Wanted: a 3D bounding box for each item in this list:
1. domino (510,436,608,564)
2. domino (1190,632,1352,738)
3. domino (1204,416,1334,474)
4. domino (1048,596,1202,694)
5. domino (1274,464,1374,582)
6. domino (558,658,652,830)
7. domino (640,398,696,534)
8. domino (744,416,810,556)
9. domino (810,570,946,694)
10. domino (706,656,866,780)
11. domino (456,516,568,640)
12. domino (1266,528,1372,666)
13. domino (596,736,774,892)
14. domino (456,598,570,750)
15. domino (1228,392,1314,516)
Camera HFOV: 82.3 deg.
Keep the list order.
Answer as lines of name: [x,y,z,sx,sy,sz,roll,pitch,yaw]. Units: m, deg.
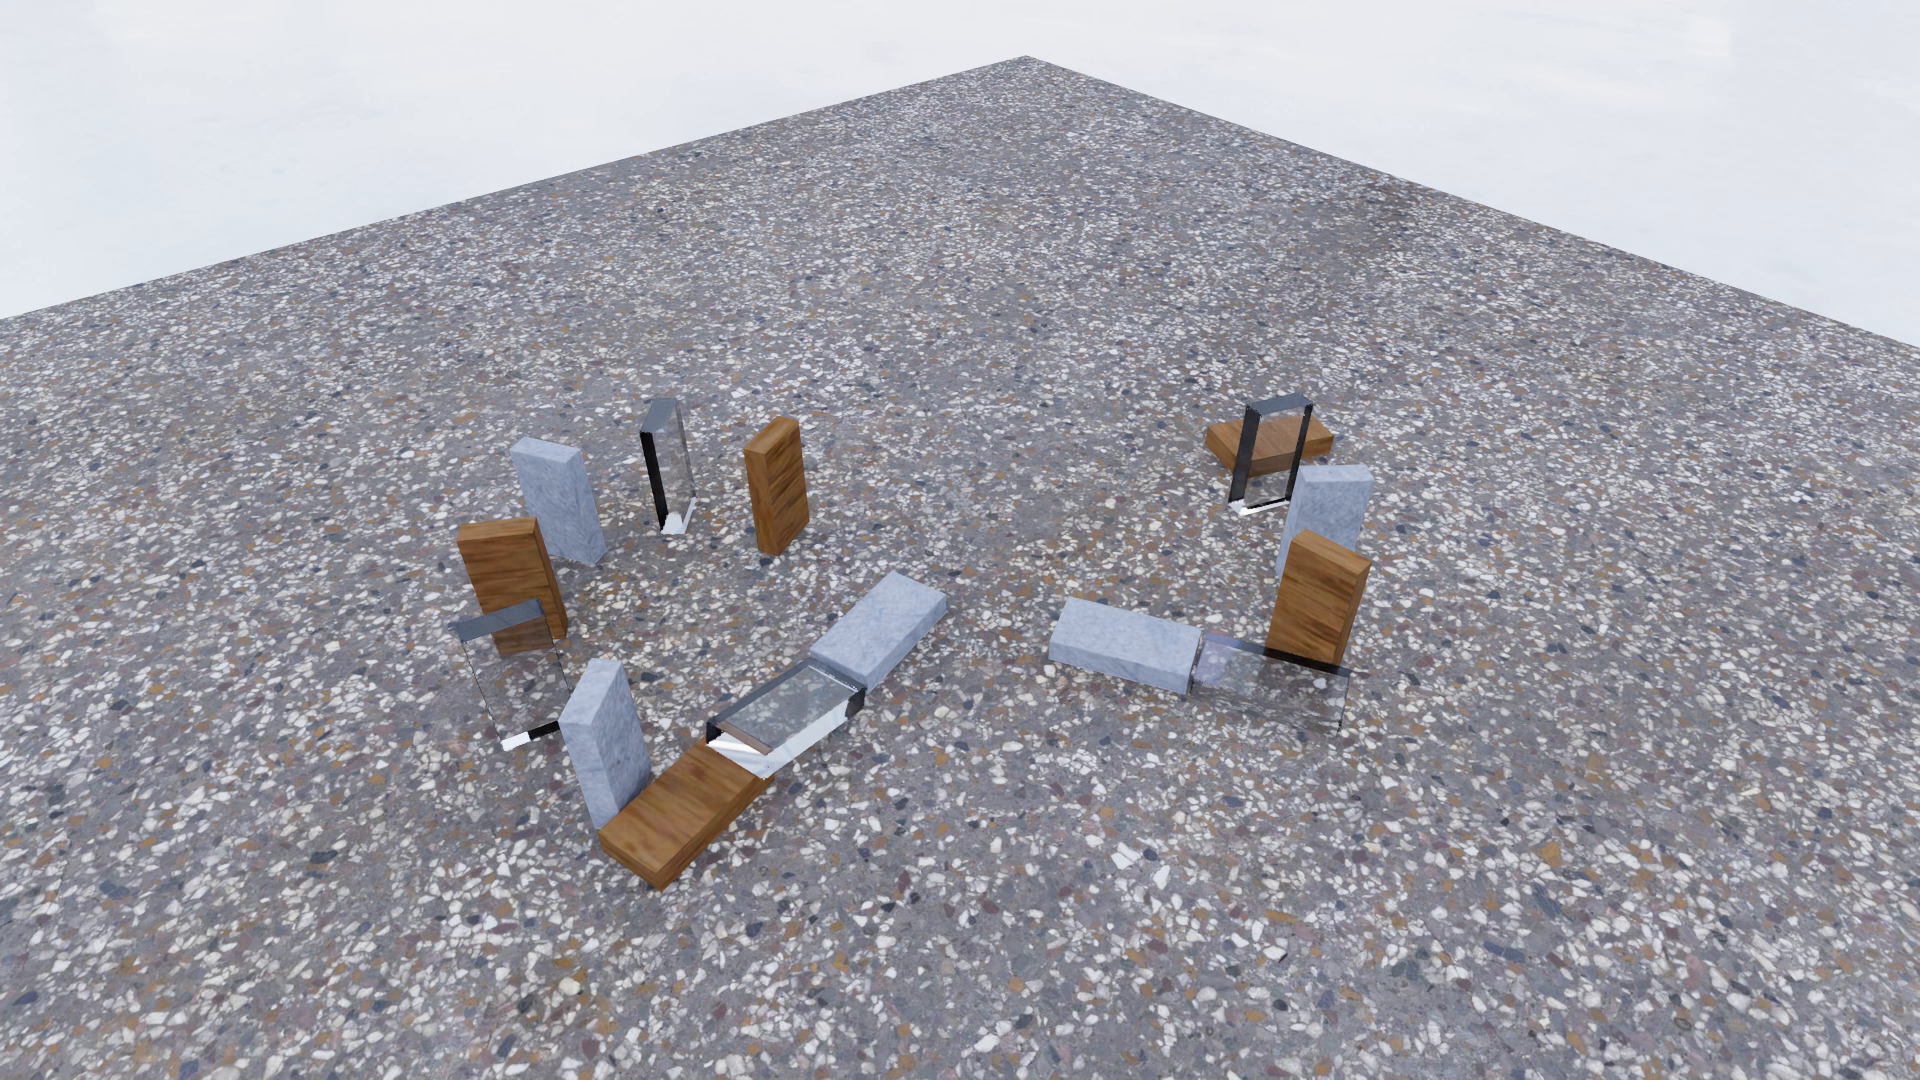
domino: [-0.156,-0.015,0.430,0.025,0.050,0.010,13,41,15]
domino: [0.108,0.050,0.383,0.050,0.010,0.025,14,41,17]
domino: [0.140,-0.046,0.499,0.050,0.009,0.025,-12,41,-14]
domino: [0.060,0.038,0.398,0.050,0.009,0.025,13,41,16]
domino: [0.138,-0.005,0.418,0.025,0.050,0.010,-1,39,-1]
domino: [-0.107,0.063,0.335,0.010,0.050,0.025,5,40,6]
domino: [-0.118,-0.030,0.448,0.010,0.050,0.025,1,39,1]
domino: [-0.072,-0.021,0.437,0.009,0.050,0.025,16,42,18]
domino: [-0.029,0.033,0.403,0.025,0.009,0.050,22,44,25]
domino: [-0.057,0.058,0.364,0.025,0.009,0.050,24,32,26]
domino: [-0.159,0.015,0.393,0.025,0.050,0.010,-6,40,-8]
domino: [0.124,0.023,0.383,0.025,0.050,0.010,32,49,33]
domino: [-0.084,0.083,0.343,0.025,0.010,0.050,23,45,26]
domino: [-0.143,0.044,0.358,0.025,0.050,0.010,-20,43,-23]
domino: [0.128,-0.035,0.454,0.025,0.050,0.010,-14,41,-16]
